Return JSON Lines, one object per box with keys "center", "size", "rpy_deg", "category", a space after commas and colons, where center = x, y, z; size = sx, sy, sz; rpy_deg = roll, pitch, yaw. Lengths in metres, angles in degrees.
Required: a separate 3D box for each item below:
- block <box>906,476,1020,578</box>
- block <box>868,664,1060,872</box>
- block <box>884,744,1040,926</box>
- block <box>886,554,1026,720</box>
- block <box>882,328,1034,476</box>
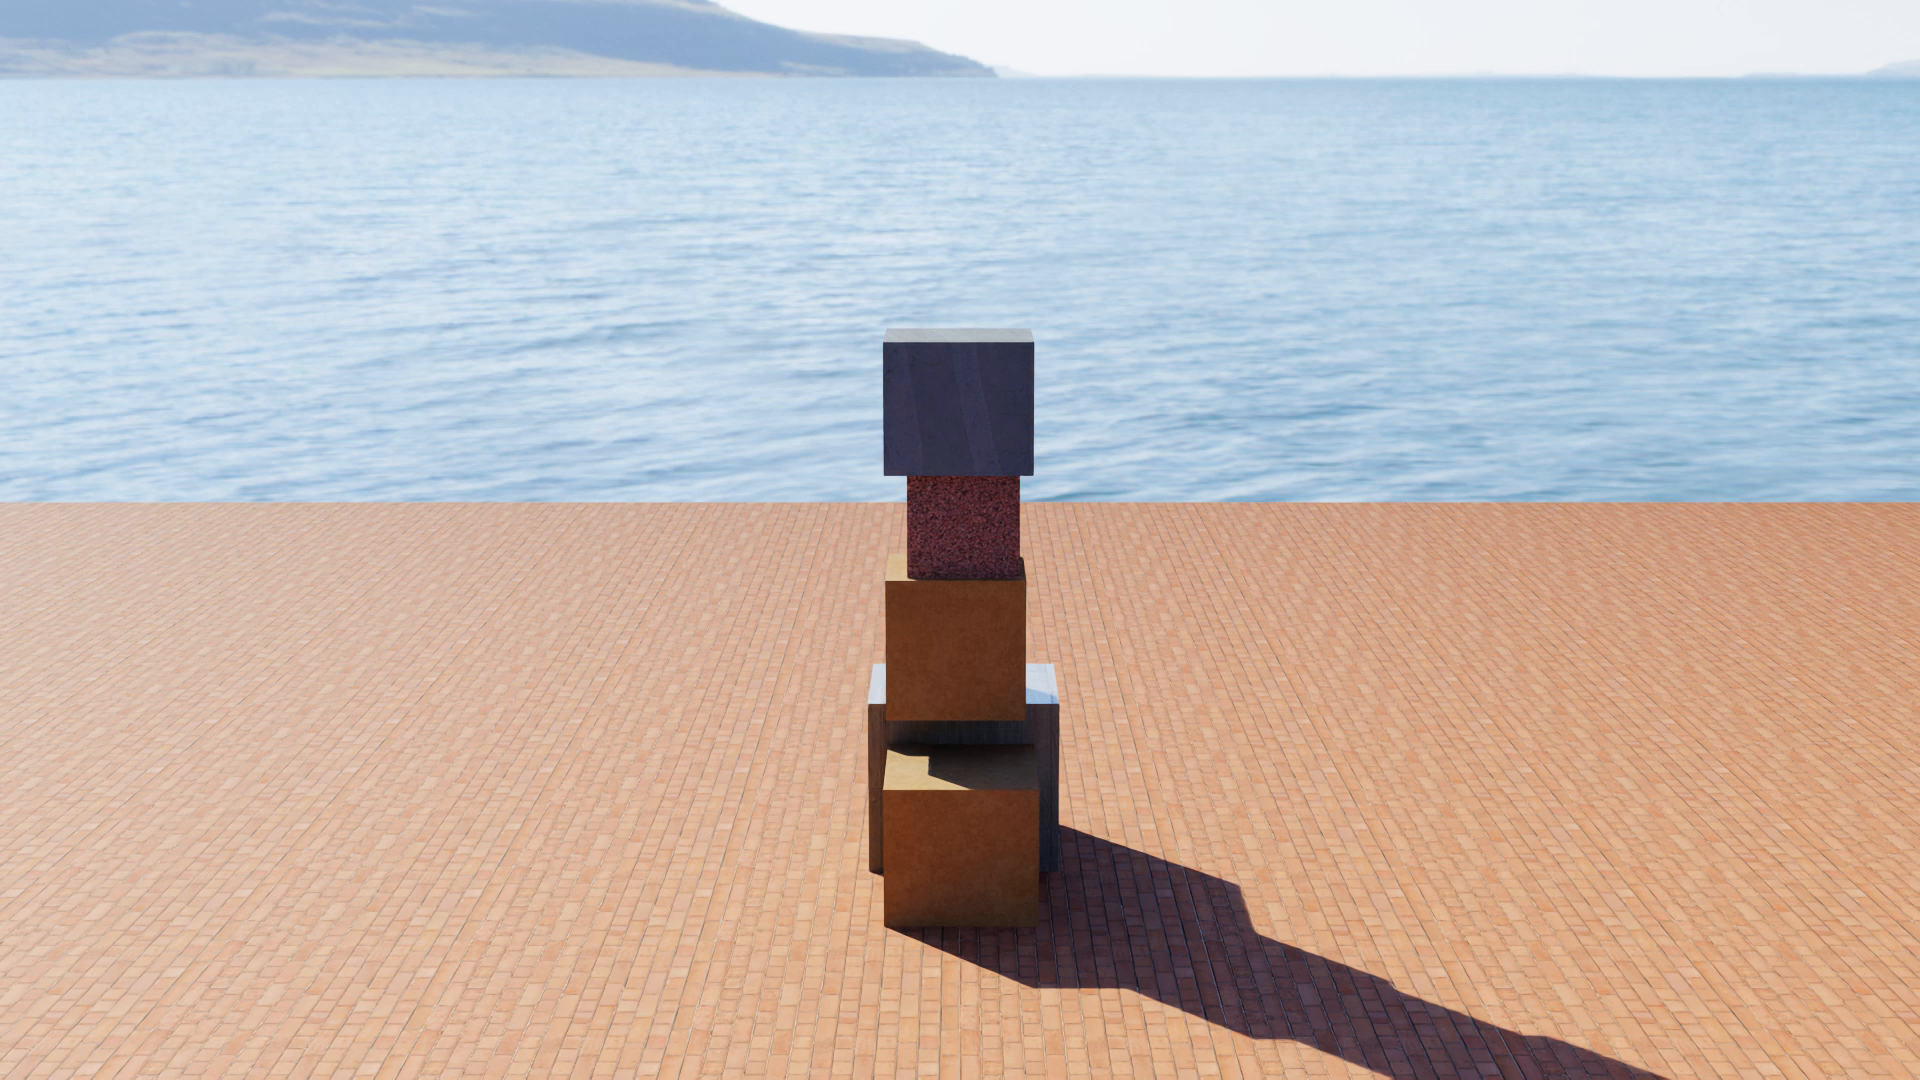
{"center": [0.015, -0.103, 11.162], "size": [0.481, 0.447, 0.512], "rpy_deg": [0, 10, 0], "category": "block"}
{"center": [0.016, 1.030, 11.748], "size": [0.845, 0.770, 0.775], "rpy_deg": [0, 10, 0], "category": "block"}
{"center": [0.005, 1.256, 11.010], "size": [0.645, 0.590, 0.738], "rpy_deg": [0, 10, 0], "category": "block"}
{"center": [-0.018, 0.417, 11.256], "size": [0.600, 0.611, 0.629], "rpy_deg": [0, 10, 0], "category": "block"}
{"center": [-0.006, -0.602, 11.071], "size": [0.635, 0.567, 0.593], "rpy_deg": [0, 10, 0], "category": "block"}
